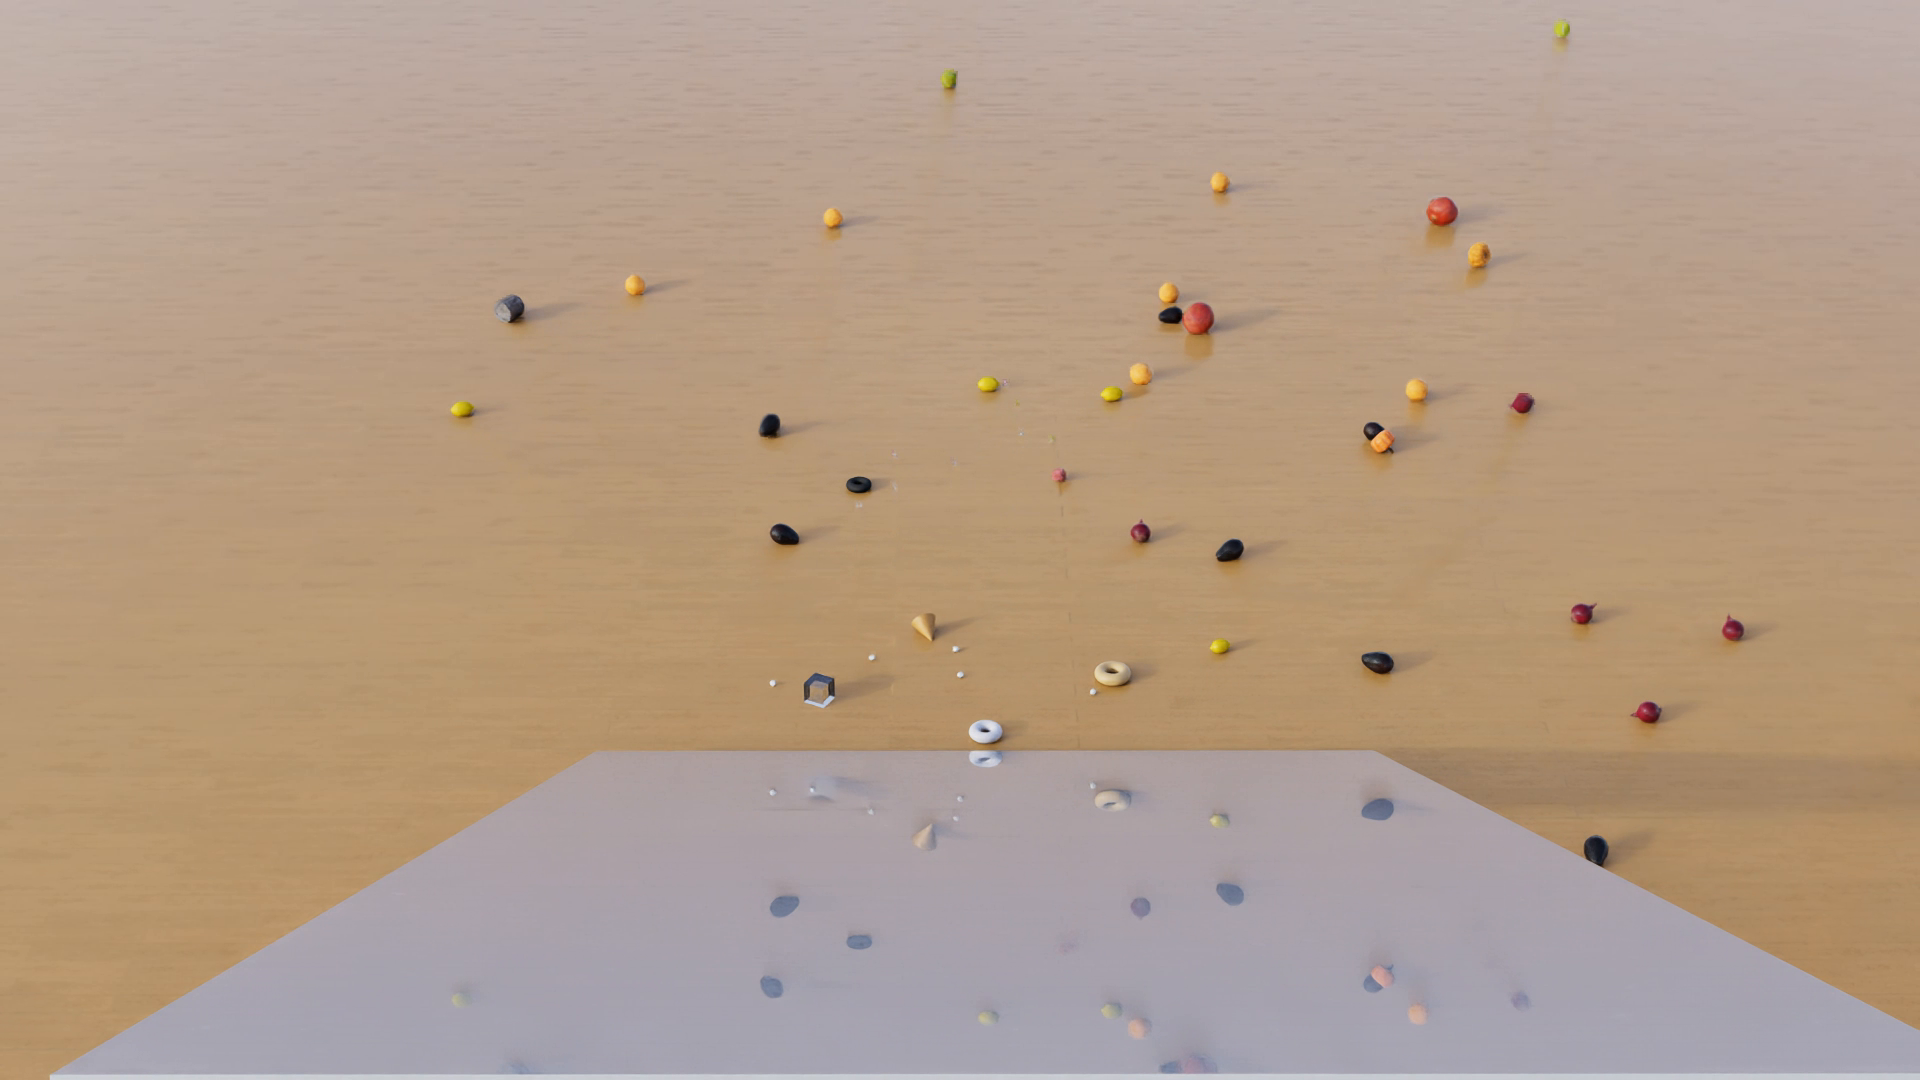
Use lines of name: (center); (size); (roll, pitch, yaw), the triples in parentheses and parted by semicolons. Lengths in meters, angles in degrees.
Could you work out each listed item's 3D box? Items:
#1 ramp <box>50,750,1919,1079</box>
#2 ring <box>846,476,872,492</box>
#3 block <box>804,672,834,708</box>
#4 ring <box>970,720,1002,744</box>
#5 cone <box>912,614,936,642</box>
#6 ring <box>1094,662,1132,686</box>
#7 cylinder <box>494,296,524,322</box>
ramp: (0.067, 0.594, 4.650); (2.000, 0.100, 4.000); (0, 0, 0)
ring: (-0.314, -0.172, 8.048); (0.080, 0.027, 0.080); (-1, 29, 0)
block: (-0.381, 0.407, 7.000); (0.061, 0.061, 0.061); (15, 33, 24)
ring: (0.068, 0.508, 6.855); (0.089, 0.030, 0.089); (-1, 30, 1)
cone: (-0.091, 0.257, 7.290); (0.073, 0.073, 0.073); (-11, 58, -18)
ring: (0.419, 0.366, 7.098); (0.101, 0.034, 0.101); (-1, 28, 0)
cylinder: (-1.588, -0.814, 9.123); (0.074, 0.074, 0.074); (17, 34, 28)
